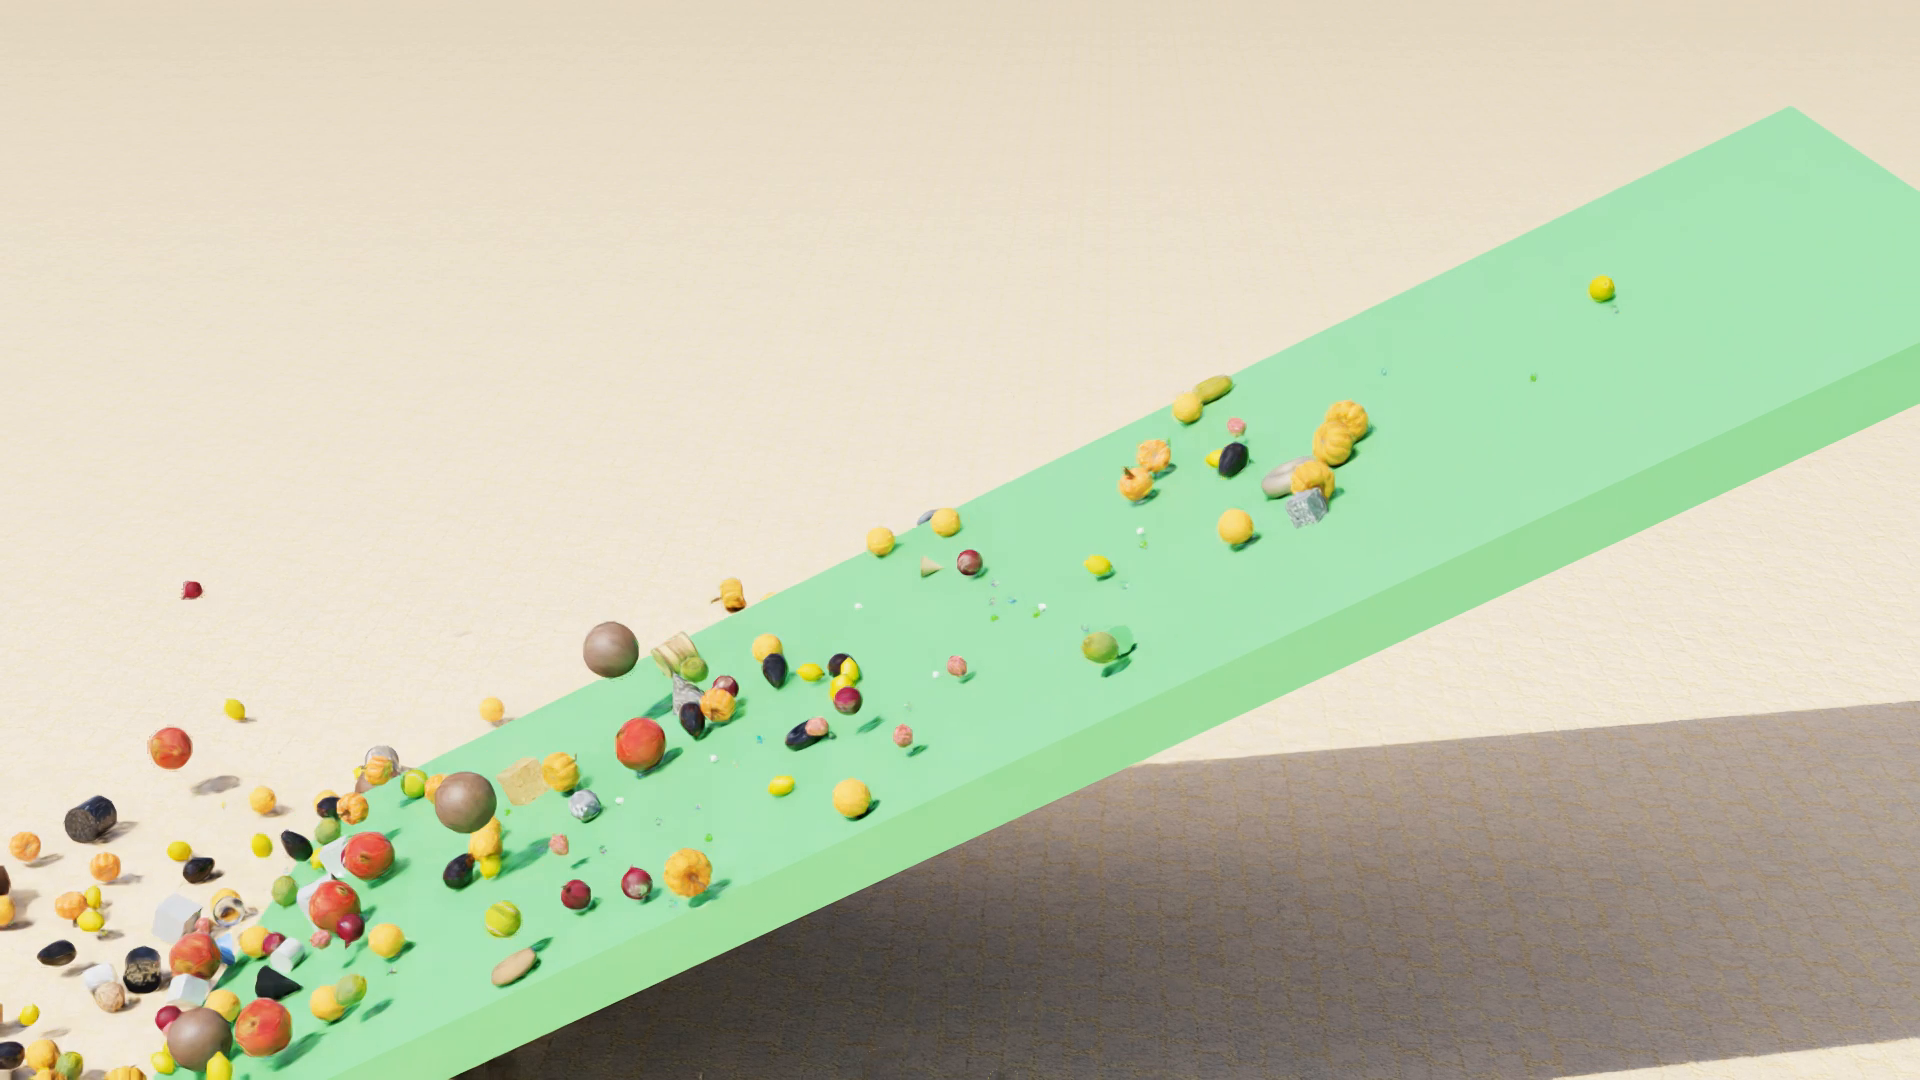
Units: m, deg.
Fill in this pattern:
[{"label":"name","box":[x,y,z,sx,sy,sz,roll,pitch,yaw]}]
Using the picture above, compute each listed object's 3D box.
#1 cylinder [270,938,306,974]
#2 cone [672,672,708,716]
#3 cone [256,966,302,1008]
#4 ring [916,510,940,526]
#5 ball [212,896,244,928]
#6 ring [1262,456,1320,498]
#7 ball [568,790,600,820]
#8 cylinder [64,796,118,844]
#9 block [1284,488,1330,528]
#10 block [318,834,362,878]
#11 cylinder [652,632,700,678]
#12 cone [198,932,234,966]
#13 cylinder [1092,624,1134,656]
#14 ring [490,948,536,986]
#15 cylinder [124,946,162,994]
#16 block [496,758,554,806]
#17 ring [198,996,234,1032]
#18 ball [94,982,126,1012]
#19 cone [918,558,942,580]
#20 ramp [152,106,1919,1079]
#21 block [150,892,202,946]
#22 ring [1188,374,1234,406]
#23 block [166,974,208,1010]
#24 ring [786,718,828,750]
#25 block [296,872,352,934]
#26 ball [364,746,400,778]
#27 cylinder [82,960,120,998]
[{"label":"cylinder","box":[-1.459,0.902,6.384,0.055,0.055,0.055,6,27,20]},{"label":"cone","box":[-0.640,0.340,6.760,0.092,0.092,0.092,-26,14,7]},{"label":"cone","box":[-1.423,0.940,6.193,0.088,0.088,0.088,-1,16,11]},{"label":"ring","box":[-0.075,-0.042,7.307,0.075,0.075,0.025,-10,42,-29]},{"label":"ball","box":[-1.731,0.880,6.965,0.073,0.073,0.073,0,17,0]},{"label":"ring","box":[0.677,-0.130,6.017,0.129,0.043,0.129,-26,12,6]},{"label":"ball","box":[-0.804,0.568,6.302,0.067,0.067,0.067,0,17,0]},{"label":"cylinder","box":[-2.244,0.721,7.592,0.097,0.097,0.097,5,16,15]},{"label":"block","box":[0.678,-0.062,5.746,0.054,0.054,0.054,-15,19,42]},{"label":"block","box":[-1.462,0.746,6.933,0.066,0.066,0.066,-27,14,6]},{"label":"cylinder","box":[-0.686,0.277,7.094,0.083,0.083,0.083,-33,30,-22]},{"label":"cone","box":[-1.673,0.923,6.590,0.077,0.077,0.077,-6,18,-22]},{"label":"cylinder","box":[0.289,0.190,5.563,0.057,0.057,0.057,-8,-2,-26]},{"label":"ring","box":[-0.845,0.808,5.565,0.098,0.033,0.098,-32,8,5]},{"label":"cylinder","box":[-1.875,0.987,6.747,0.083,0.083,0.083,-4,17,-13]},{"label":"block","box":[-0.994,0.551,6.707,0.079,0.079,0.079,-36,16,-29]},{"label":"ring","box":[-1.586,1.011,6.270,0.092,0.031,0.092,-39,14,12]},{"label":"ball","box":[-1.916,1.030,6.634,0.067,0.067,0.067,0,17,0]},{"label":"cone","box":[-0.060,0.064,6.785,0.052,0.052,0.052,-13,9,30]},{"label":"ramp","box":[0.140,0.168,6.281,4.000,0.100,2.000,-26,14,10]},{"label":"block","box":[-1.861,0.902,6.986,0.077,0.077,0.077,25,28,9]},{"label":"ring","box":[0.597,-0.357,7.005,0.117,0.039,0.117,-26,12,6]},{"label":"block","box":[-1.697,0.993,6.462,0.057,0.057,0.057,-21,-40,40]},{"label":"ring","box":[-0.315,0.399,6.044,0.098,0.033,0.098,-27,15,8]},{"label":"block","box":[-1.422,0.811,6.578,0.086,0.086,0.086,-29,14,-4]},{"label":"ball","box":[-1.572,0.603,7.996,0.092,0.092,0.092,0,17,0]},{"label":"cylinder","box":[-1.959,1.001,6.708,0.063,0.063,0.063,-22,21,-10]}]
